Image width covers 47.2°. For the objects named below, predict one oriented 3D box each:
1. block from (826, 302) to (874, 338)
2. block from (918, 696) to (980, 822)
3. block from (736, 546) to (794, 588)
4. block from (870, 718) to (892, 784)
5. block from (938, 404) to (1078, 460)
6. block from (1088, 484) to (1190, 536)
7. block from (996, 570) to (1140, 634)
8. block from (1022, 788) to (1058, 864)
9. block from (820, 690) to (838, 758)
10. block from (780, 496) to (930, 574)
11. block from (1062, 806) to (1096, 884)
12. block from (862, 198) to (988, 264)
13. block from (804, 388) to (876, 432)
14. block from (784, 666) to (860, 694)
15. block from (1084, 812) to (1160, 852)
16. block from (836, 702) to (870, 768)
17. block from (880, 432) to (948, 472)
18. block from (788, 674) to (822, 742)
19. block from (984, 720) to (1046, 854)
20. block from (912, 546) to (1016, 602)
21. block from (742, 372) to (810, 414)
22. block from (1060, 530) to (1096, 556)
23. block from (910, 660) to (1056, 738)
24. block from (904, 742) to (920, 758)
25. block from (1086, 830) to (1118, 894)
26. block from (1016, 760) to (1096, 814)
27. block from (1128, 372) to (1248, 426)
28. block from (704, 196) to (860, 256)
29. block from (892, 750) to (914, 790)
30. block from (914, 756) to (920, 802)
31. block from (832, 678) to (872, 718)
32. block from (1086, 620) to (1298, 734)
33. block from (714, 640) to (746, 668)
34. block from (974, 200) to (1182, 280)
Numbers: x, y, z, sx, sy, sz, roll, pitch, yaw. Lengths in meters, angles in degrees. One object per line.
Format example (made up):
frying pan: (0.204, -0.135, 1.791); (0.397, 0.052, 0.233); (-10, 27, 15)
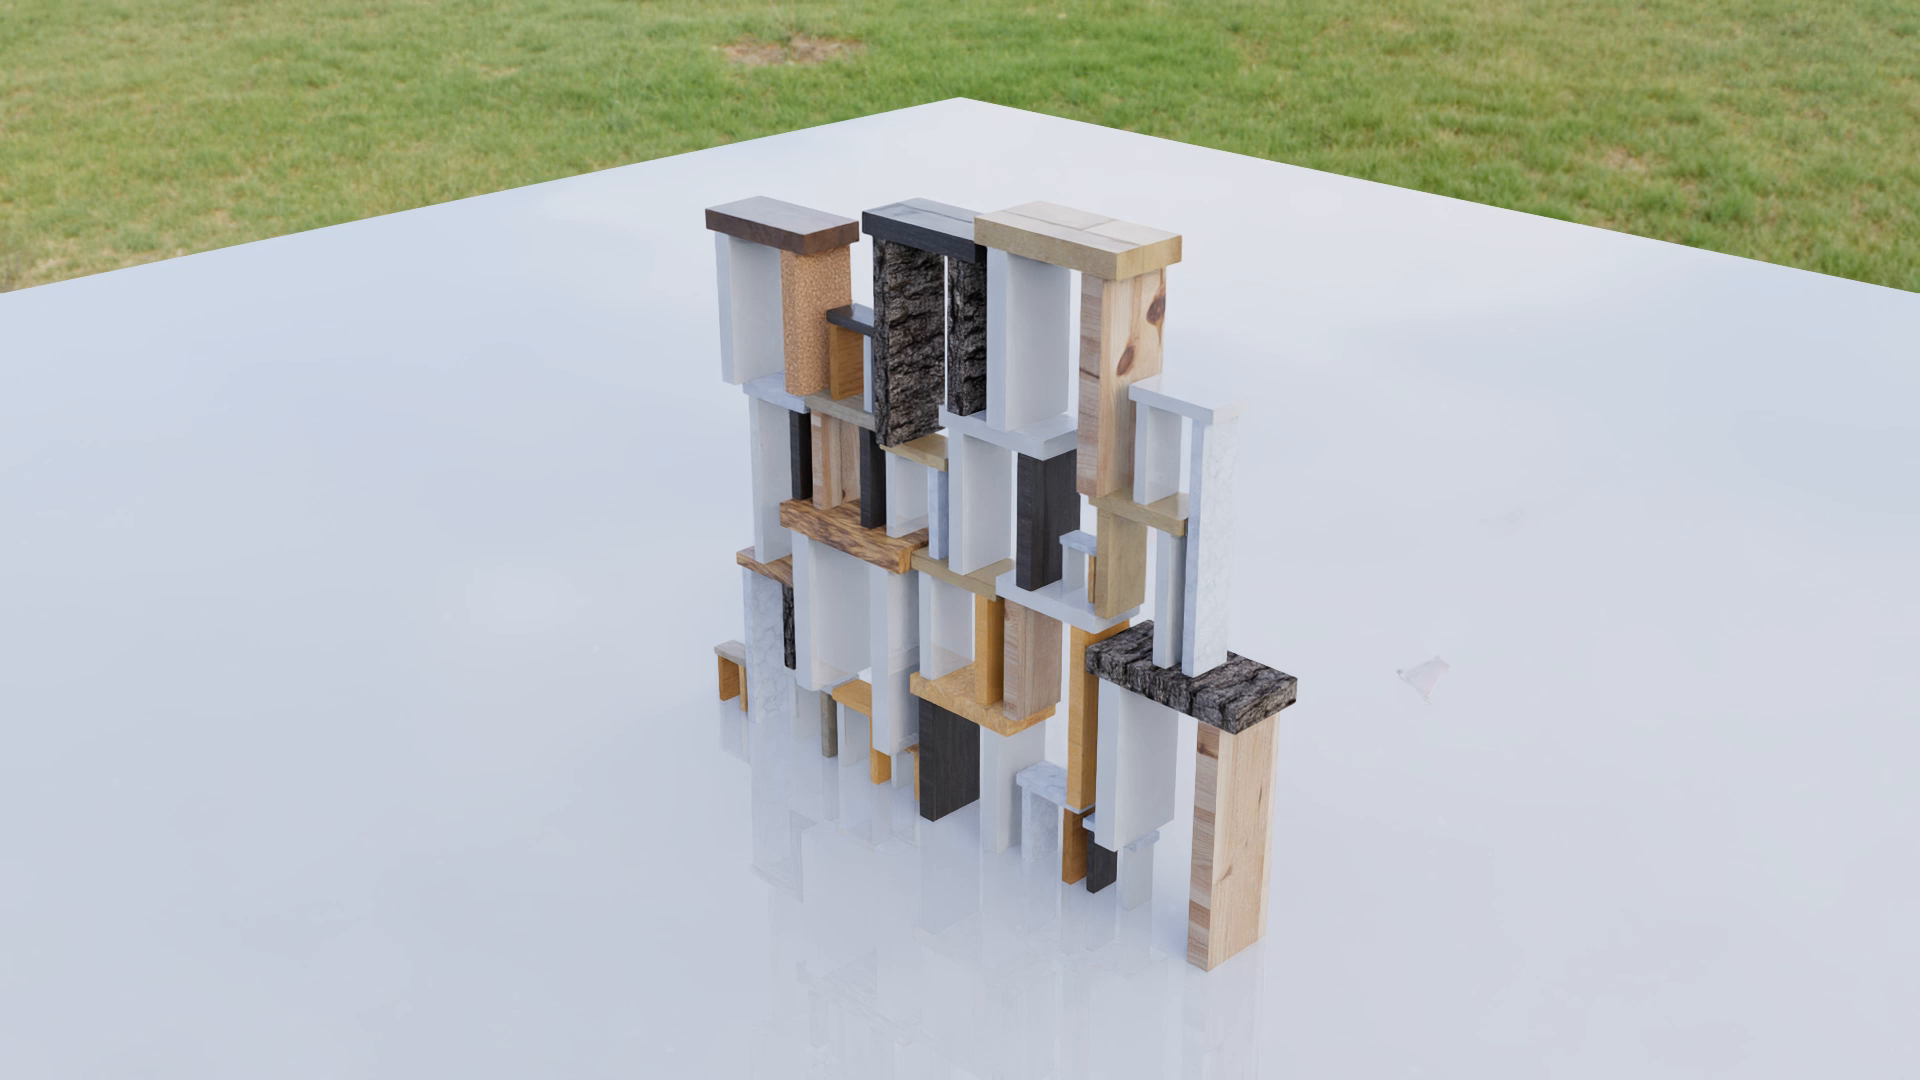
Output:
block: (-0.181, -0.424, 4.252); (0.076, 0.022, 0.153); (-18, 29, -37)
block: (-0.020, 0.420, 4.427); (0.038, 0.269, 0.135); (21, 31, 41)
block: (-0.375, 0.051, 4.660); (0.193, 0.027, 0.096); (21, 31, 40)
block: (-0.152, 0.425, 4.566); (0.021, 0.150, 0.075); (21, 31, 41)
block: (0.101, -0.212, 4.028); (0.264, 0.037, 0.132); (21, 31, 41)
block: (0.336, -0.062, 3.827); (0.104, 0.029, 0.208); (-21, 31, -40)
block: (0.198, 0.102, 4.055); (0.247, 0.035, 0.124); (21, 31, 41)
block: (0.156, 0.542, 4.277); (0.023, 0.161, 0.081); (21, 31, 41)
block: (-0.259, 0.379, 4.670); (0.077, 0.155, 0.022); (-21, 31, -41)
block: (-0.180, -0.028, 4.415); (0.175, 0.050, 0.350); (-21, 31, -41)
block: (0.232, 0.572, 4.207); (0.023, 0.161, 0.081); (21, 31, 40)
block: (-0.026, -0.566, 4.010); (0.293, 0.042, 0.147); (21, 31, 41)
block: (-0.197, -0.265, 4.335); (0.105, 0.030, 0.210); (-21, 31, -40)
block: (-0.294, 0.283, 4.669); (0.077, 0.022, 0.155); (-21, 31, -41)
block: (0.302, 0.542, 4.121); (0.066, 0.019, 0.132); (-21, 31, -41)
block: (-0.223, 0.398, 4.631); (0.021, 0.150, 0.075); (21, 31, 41)
block: (-0.061, -0.176, 4.214); (0.089, 0.025, 0.177); (-21, 31, -41)
block: (-0.332, 0.350, 4.737); (0.022, 0.155, 0.077); (21, 31, 41)
block: (0.107, 0.469, 4.311); (0.038, 0.269, 0.135); (21, 31, 41)
block: (0.026, 0.054, 4.222); (0.228, 0.032, 0.114); (21, 31, 41)
block: (-0.345, -0.302, 4.473); (0.095, 0.027, 0.190); (-21, 30, -41)
block: (0.230, 0.006, 3.980); (0.047, 0.013, 0.094); (-21, 31, -41)
block: (0.043, 0.303, 4.309); (0.135, 0.038, 0.269); (-21, 31, -41)
block: (-0.095, 0.416, 4.501); (0.102, 0.014, 0.051); (21, 31, 41)
block: (0.271, 0.599, 4.179); (0.019, 0.132, 0.066); (21, 31, 41)
block: (0.194, 0.471, 4.206); (0.161, 0.023, 0.081); (22, 31, 40)
block: (0.384, -0.239, 3.703); (0.092, 0.026, 0.184); (-21, 31, -40)
block: (-0.352, -0.622, 4.339); (0.292, 0.041, 0.146); (21, 30, 40)
block: (-0.118, 0.461, 4.545); (0.051, 0.102, 0.014); (-21, 31, -41)
block: (-0.070, 0.479, 4.501); (0.051, 0.102, 0.014); (-21, 31, -41)
block: (-0.187, 0.333, 4.565); (0.150, 0.021, 0.075); (21, 31, 41)
block: (0.406, 0.238, 3.881); (0.170, 0.048, 0.340); (-21, 31, -40)
block: (-0.487, 0.251, 4.865); (0.111, 0.016, 0.055); (21, 31, 41)
block: (0.201, -0.519, 3.790); (0.166, 0.047, 0.333); (-21, 31, -40)
